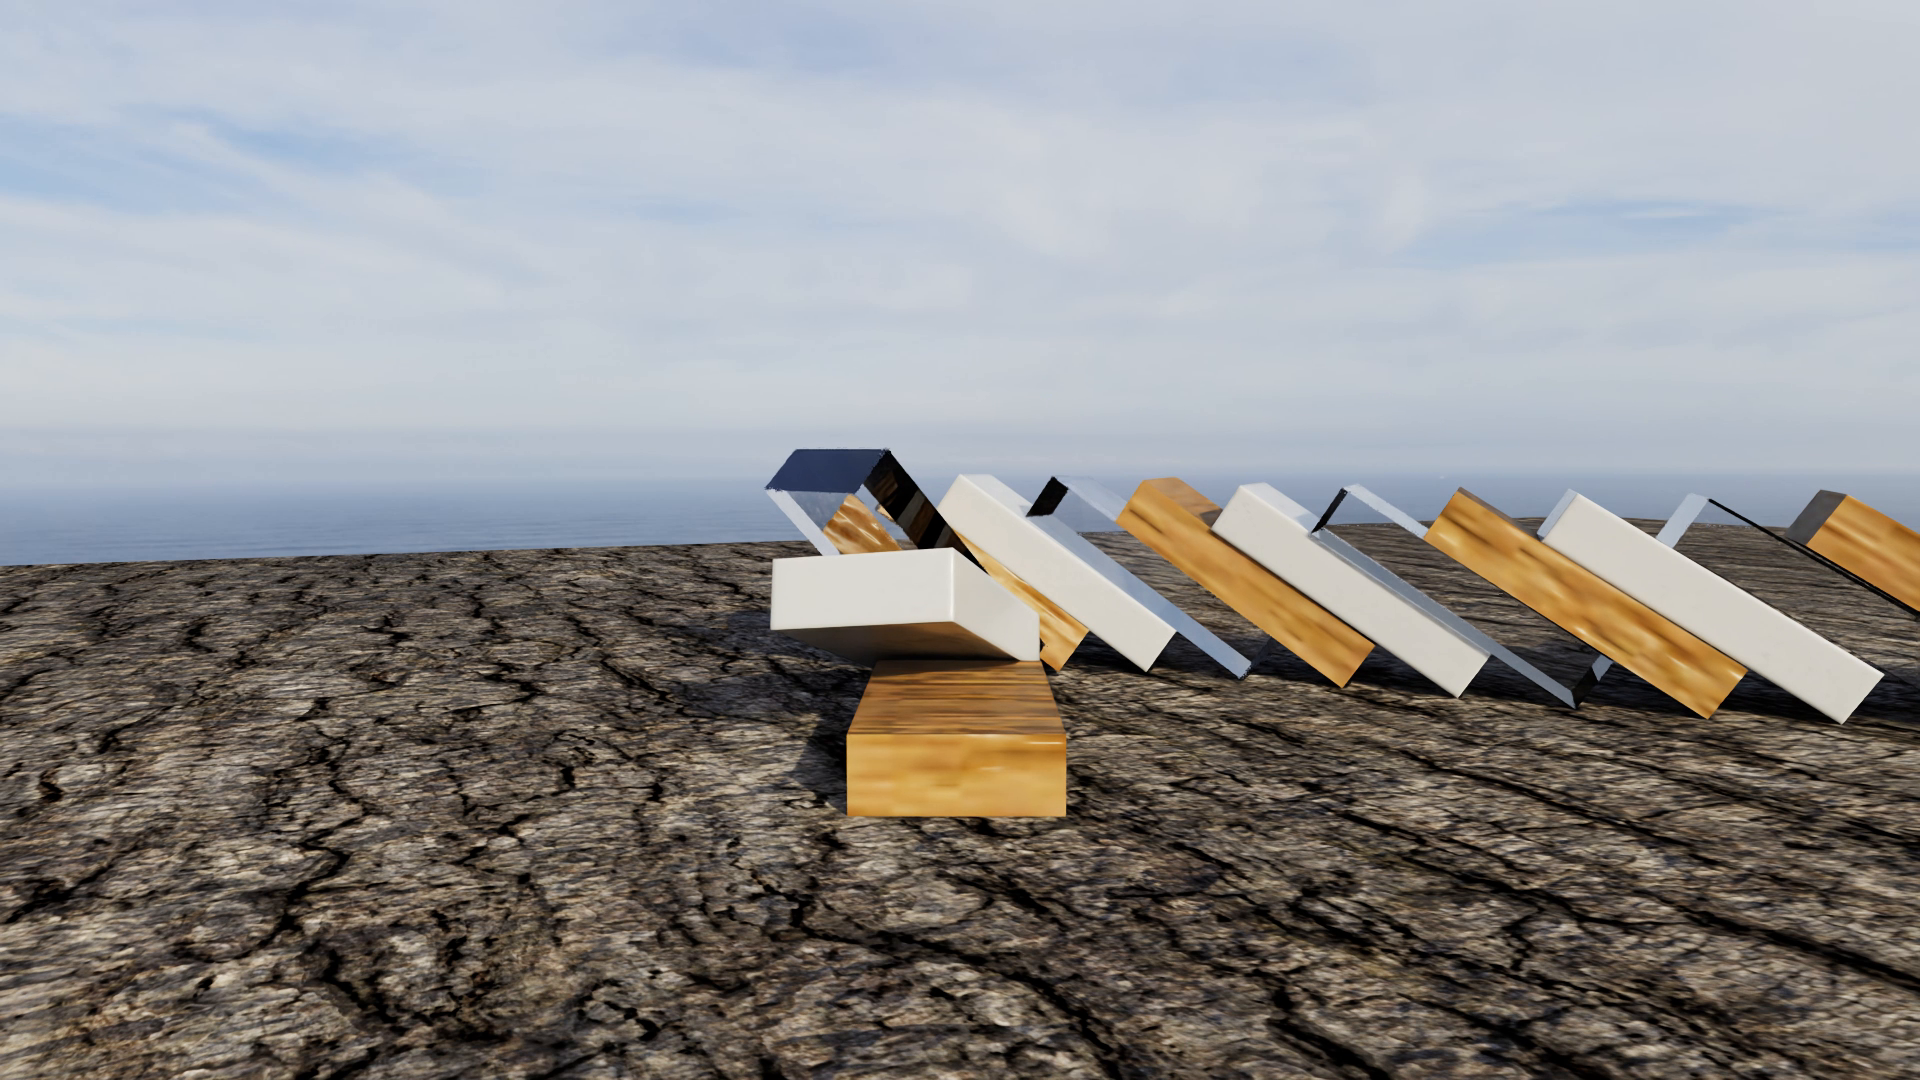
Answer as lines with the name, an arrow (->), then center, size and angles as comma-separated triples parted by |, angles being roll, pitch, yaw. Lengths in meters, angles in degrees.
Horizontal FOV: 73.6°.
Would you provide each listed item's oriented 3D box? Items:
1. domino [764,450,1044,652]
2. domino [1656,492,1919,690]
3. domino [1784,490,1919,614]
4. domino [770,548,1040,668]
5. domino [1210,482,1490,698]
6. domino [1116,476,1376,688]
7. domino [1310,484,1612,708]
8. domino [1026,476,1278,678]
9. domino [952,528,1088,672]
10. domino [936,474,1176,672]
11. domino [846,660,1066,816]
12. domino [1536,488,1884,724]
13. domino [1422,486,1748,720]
domino -> -0.009, 0.005, 0.222 | 0.025, 0.009, 0.050 | 4, -38, 47
domino -> 0.140, 0.010, 0.206 | 0.050, 0.010, 0.025 | 35, 16, 17
domino -> 0.157, 0.010, 0.200 | 0.050, 0.009, 0.025 | 36, 18, 19
domino -> -0.006, 0.012, 0.189 | 0.025, 0.010, 0.050 | -4, -14, 16
domino -> 0.071, 0.008, 0.232 | 0.050, 0.010, 0.025 | 36, 17, 17
domino -> 0.055, 0.007, 0.241 | 0.050, 0.009, 0.025 | 38, 17, 17
domino -> 0.087, 0.008, 0.223 | 0.050, 0.010, 0.025 | 36, 17, 17
domino -> 0.039, 0.006, 0.248 | 0.050, 0.010, 0.025 | 38, 16, 17
domino -> 0.000, 0.005, 0.245 | 0.050, 0.010, 0.025 | 37, -1, -5
domino -> 0.020, 0.005, 0.252 | 0.050, 0.009, 0.025 | 36, 11, 11
domino -> 0.000, 0.025, 0.171 | 0.025, 0.010, 0.050 | 0, 4, 0
domino -> 0.121, 0.009, 0.212 | 0.050, 0.010, 0.025 | 35, 16, 16
domino -> 0.103, 0.009, 0.216 | 0.050, 0.010, 0.025 | 36, 16, 16
